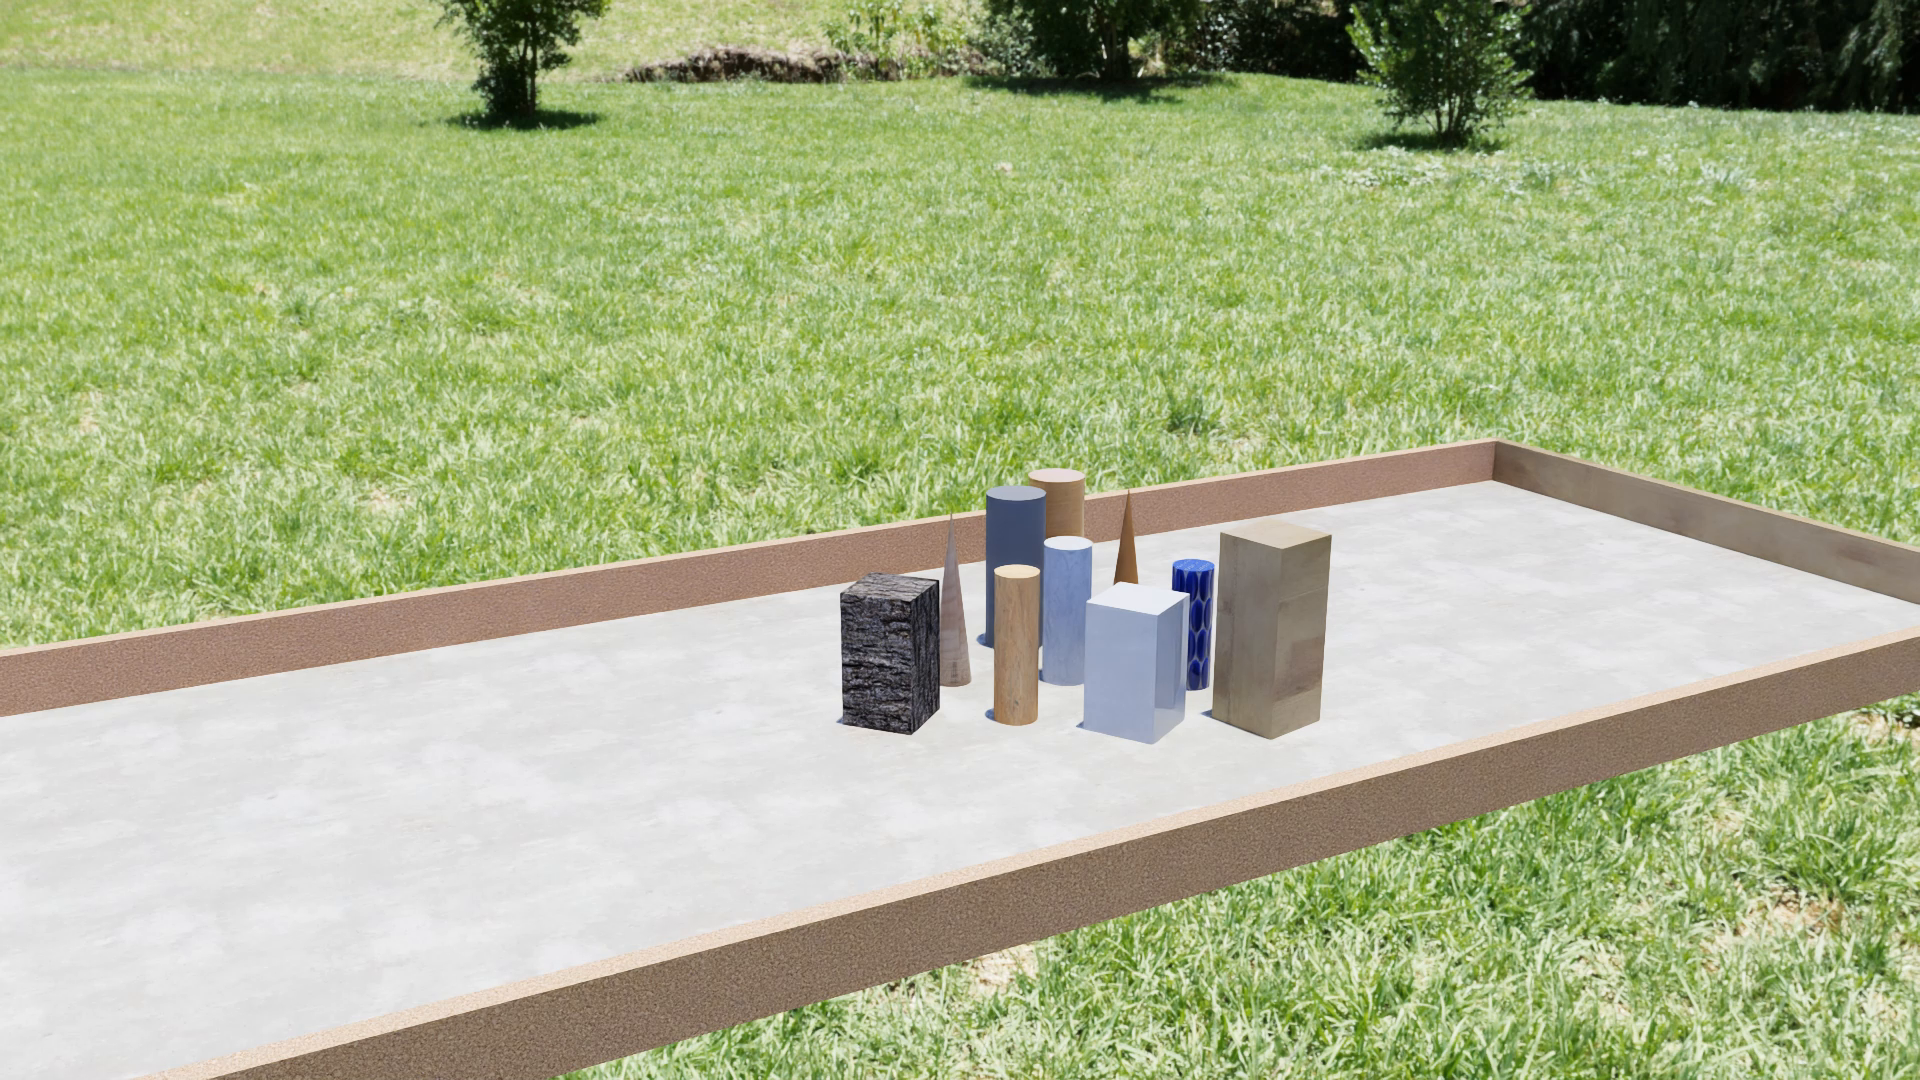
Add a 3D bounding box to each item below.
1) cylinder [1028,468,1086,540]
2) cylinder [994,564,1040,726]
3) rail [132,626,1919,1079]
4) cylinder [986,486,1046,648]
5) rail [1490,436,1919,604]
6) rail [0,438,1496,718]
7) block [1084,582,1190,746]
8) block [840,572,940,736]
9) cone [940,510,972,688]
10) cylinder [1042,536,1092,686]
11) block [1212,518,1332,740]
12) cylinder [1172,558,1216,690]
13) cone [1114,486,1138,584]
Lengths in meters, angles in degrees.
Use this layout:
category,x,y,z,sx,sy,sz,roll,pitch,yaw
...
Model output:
category,x,y,z,sx,sy,sz,roll,pitch,yaw
cylinder,0.266,0.015,4.590,0.156,0.403,0.156,0,16,0
cylinder,0.132,0.247,3.869,0.105,0.364,0.105,0,16,0
rail,-2.336,1.006,1.665,12.000,0.150,0.050,-9,18,-27
cylinder,0.147,0.075,4.364,0.157,0.414,0.157,0,16,0
rail,2.466,-0.048,5.253,0.050,0.150,2.100,-9,18,-27
rail,-3.305,0.497,3.399,12.000,0.150,0.050,-9,18,-27
block,0.410,0.283,3.835,0.179,0.313,0.179,10,19,30
block,-0.162,0.264,3.878,0.175,0.326,0.175,6,18,21
cone,-0.021,0.136,4.093,0.102,0.451,0.102,0,16,0
cylinder,0.267,0.178,4.120,0.120,0.356,0.120,0,16,0
block,0.725,0.204,3.846,0.179,0.459,0.179,-14,21,-39
cylinder,0.573,0.210,4.090,0.104,0.310,0.104,0,16,0
cone,0.438,0.070,4.333,0.111,0.442,0.111,0,16,0
